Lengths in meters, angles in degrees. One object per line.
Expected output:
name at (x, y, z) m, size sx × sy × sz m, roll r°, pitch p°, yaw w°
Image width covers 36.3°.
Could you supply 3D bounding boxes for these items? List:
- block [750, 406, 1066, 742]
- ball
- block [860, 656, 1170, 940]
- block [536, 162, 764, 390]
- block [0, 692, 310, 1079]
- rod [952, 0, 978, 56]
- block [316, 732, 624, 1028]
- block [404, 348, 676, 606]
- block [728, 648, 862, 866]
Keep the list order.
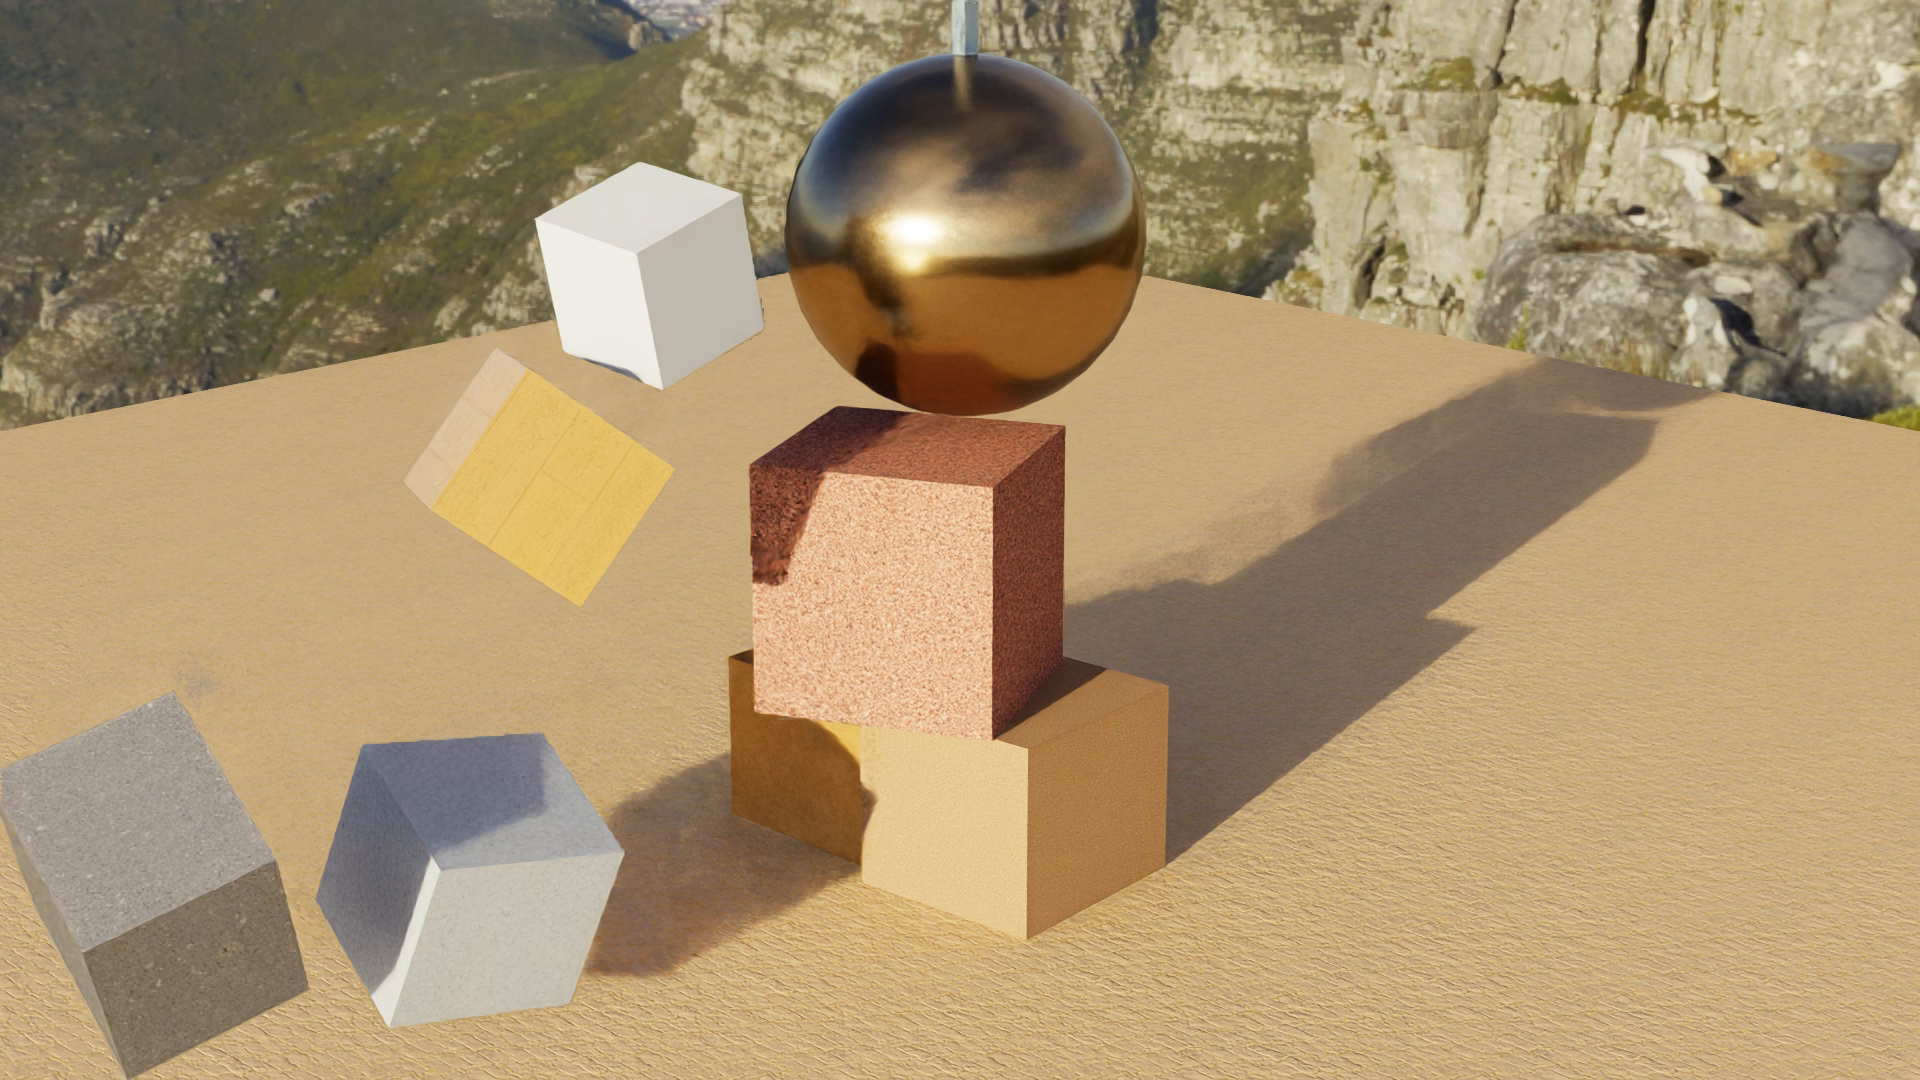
block at (-0.215, 0.122, 13.081) m, size 1.101 × 1.136 × 1.052 m, roll 6°, pitch 18°, yaw 18°
ball at (0.025, -1.343, 12.946) m, size 1.600 × 1.600 × 1.600 m, roll 0°, pitch 17°, yaw 0°
block at (0.250, 1.110, 13.324) m, size 0.957 × 0.894 × 1.026 m, roll 14°, pitch 22°, yaw 38°
block at (-1.258, -1.083, 11.941) m, size 0.603 × 0.619 × 0.580 m, roll 22°, pitch 43°, yaw 37°
block at (-2.950, 1.258, 10.697) m, size 0.720 × 0.866 × 0.873 m, roll -26°, pitch 56°, yaw -22°
rod at (0.011, -4.583, 11.913) m, size 0.080 × 5.200 × 0.080 m, roll 17°, pitch 24°, yaw 42°
block at (-1.968, 1.343, 11.715) m, size 0.806 × 0.793 × 0.772 m, roll -2°, pitch 36°, yaw -38°
block at (-1.687, -0.259, 11.702) m, size 0.712 × 0.659 × 0.700 m, roll 35°, pitch -3°, yaw -21°
block at (-0.440, 0.938, 14.019) m, size 0.955 × 0.804 × 0.908 m, roll 16°, pitch 24°, yaw 42°
